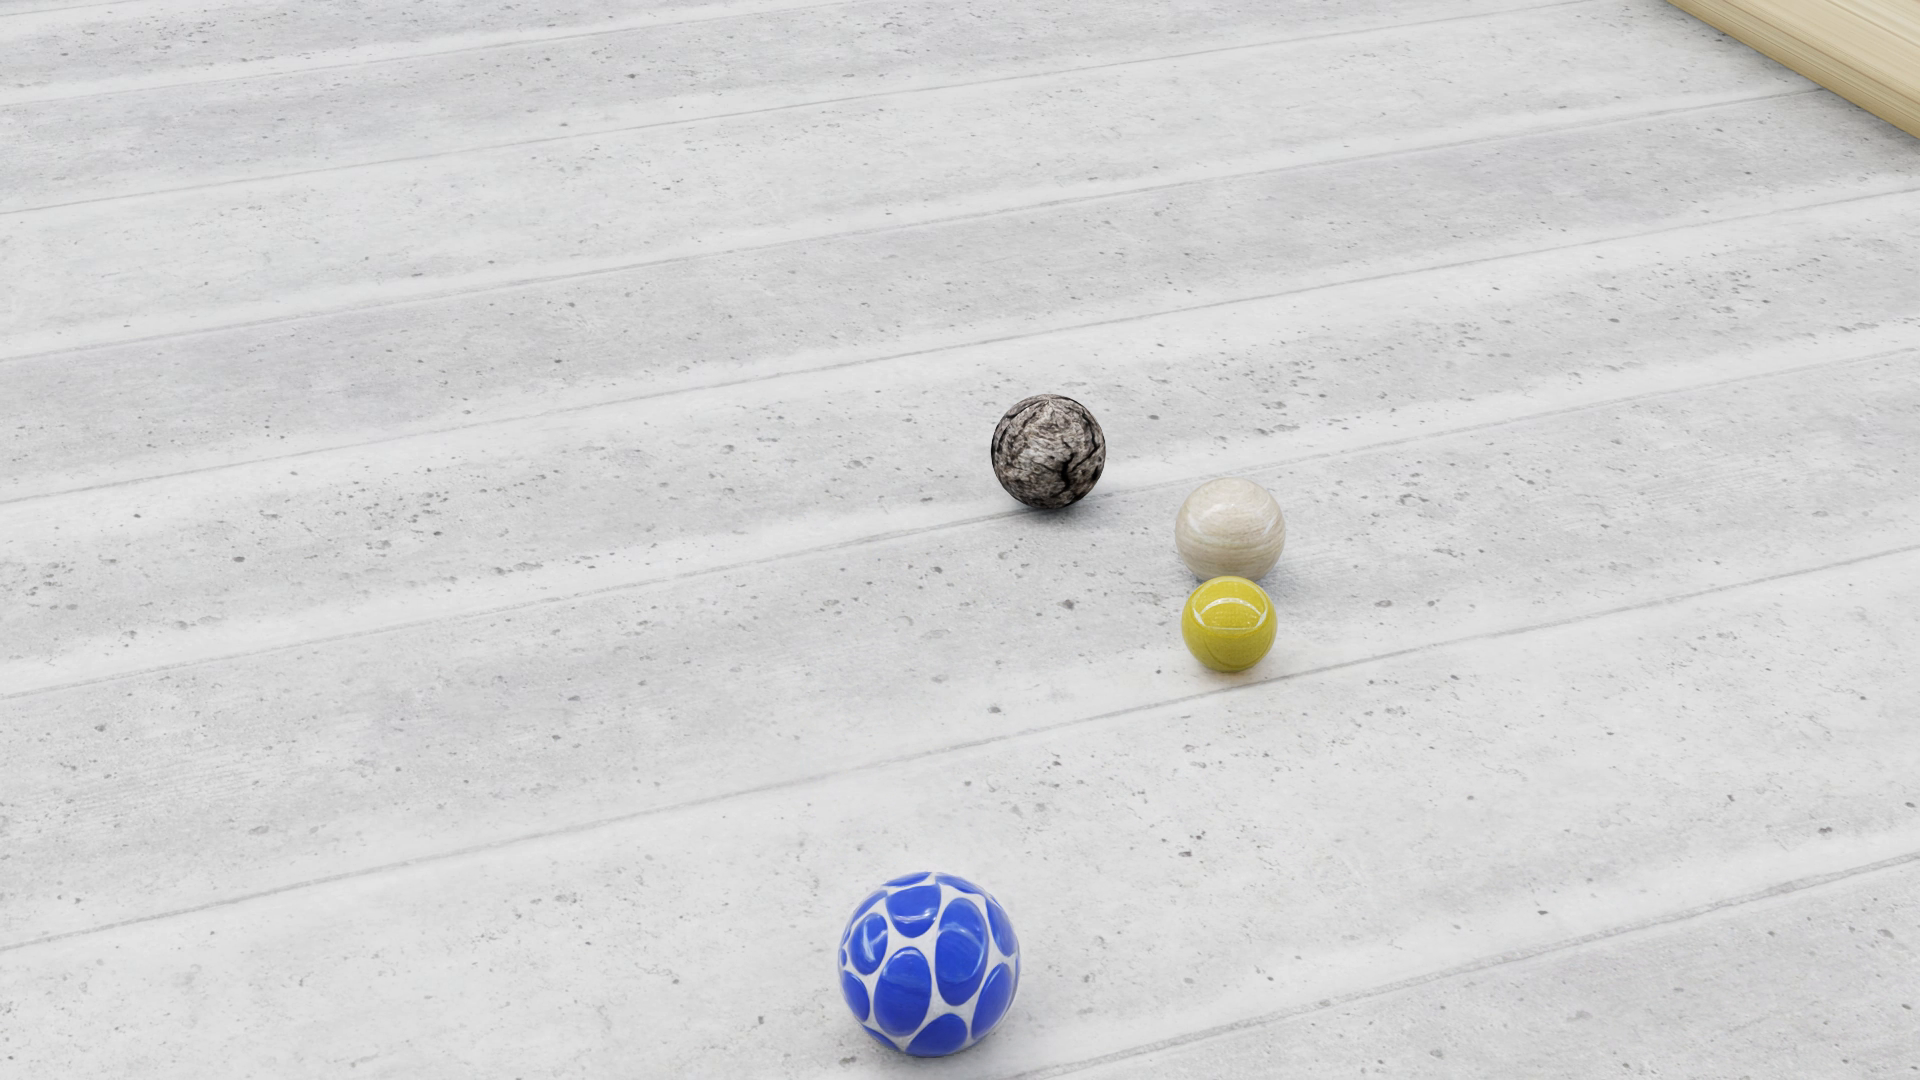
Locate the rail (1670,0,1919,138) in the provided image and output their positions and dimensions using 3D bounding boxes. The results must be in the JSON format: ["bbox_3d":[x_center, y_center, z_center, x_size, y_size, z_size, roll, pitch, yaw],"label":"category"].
[{"bbox_3d":[0.583,-0.646,2.916,0.045,0.115,4.001,-11,31,-18],"label":"rail"}]

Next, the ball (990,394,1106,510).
[{"bbox_3d":[0.057,-0.057,1.895,0.075,0.075,0.075,0,29,0],"label":"ball"}]

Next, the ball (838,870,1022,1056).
[{"bbox_3d":[-0.015,0.203,1.412,0.088,0.088,0.088,0,29,0],"label":"ball"}]

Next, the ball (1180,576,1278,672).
[{"bbox_3d":[0.158,0.049,1.722,0.057,0.057,0.057,0,29,0],"label":"ball"}]

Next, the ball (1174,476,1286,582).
[{"bbox_3d":[0.166,-0.005,1.807,0.068,0.068,0.068,0,29,0],"label":"ball"}]
